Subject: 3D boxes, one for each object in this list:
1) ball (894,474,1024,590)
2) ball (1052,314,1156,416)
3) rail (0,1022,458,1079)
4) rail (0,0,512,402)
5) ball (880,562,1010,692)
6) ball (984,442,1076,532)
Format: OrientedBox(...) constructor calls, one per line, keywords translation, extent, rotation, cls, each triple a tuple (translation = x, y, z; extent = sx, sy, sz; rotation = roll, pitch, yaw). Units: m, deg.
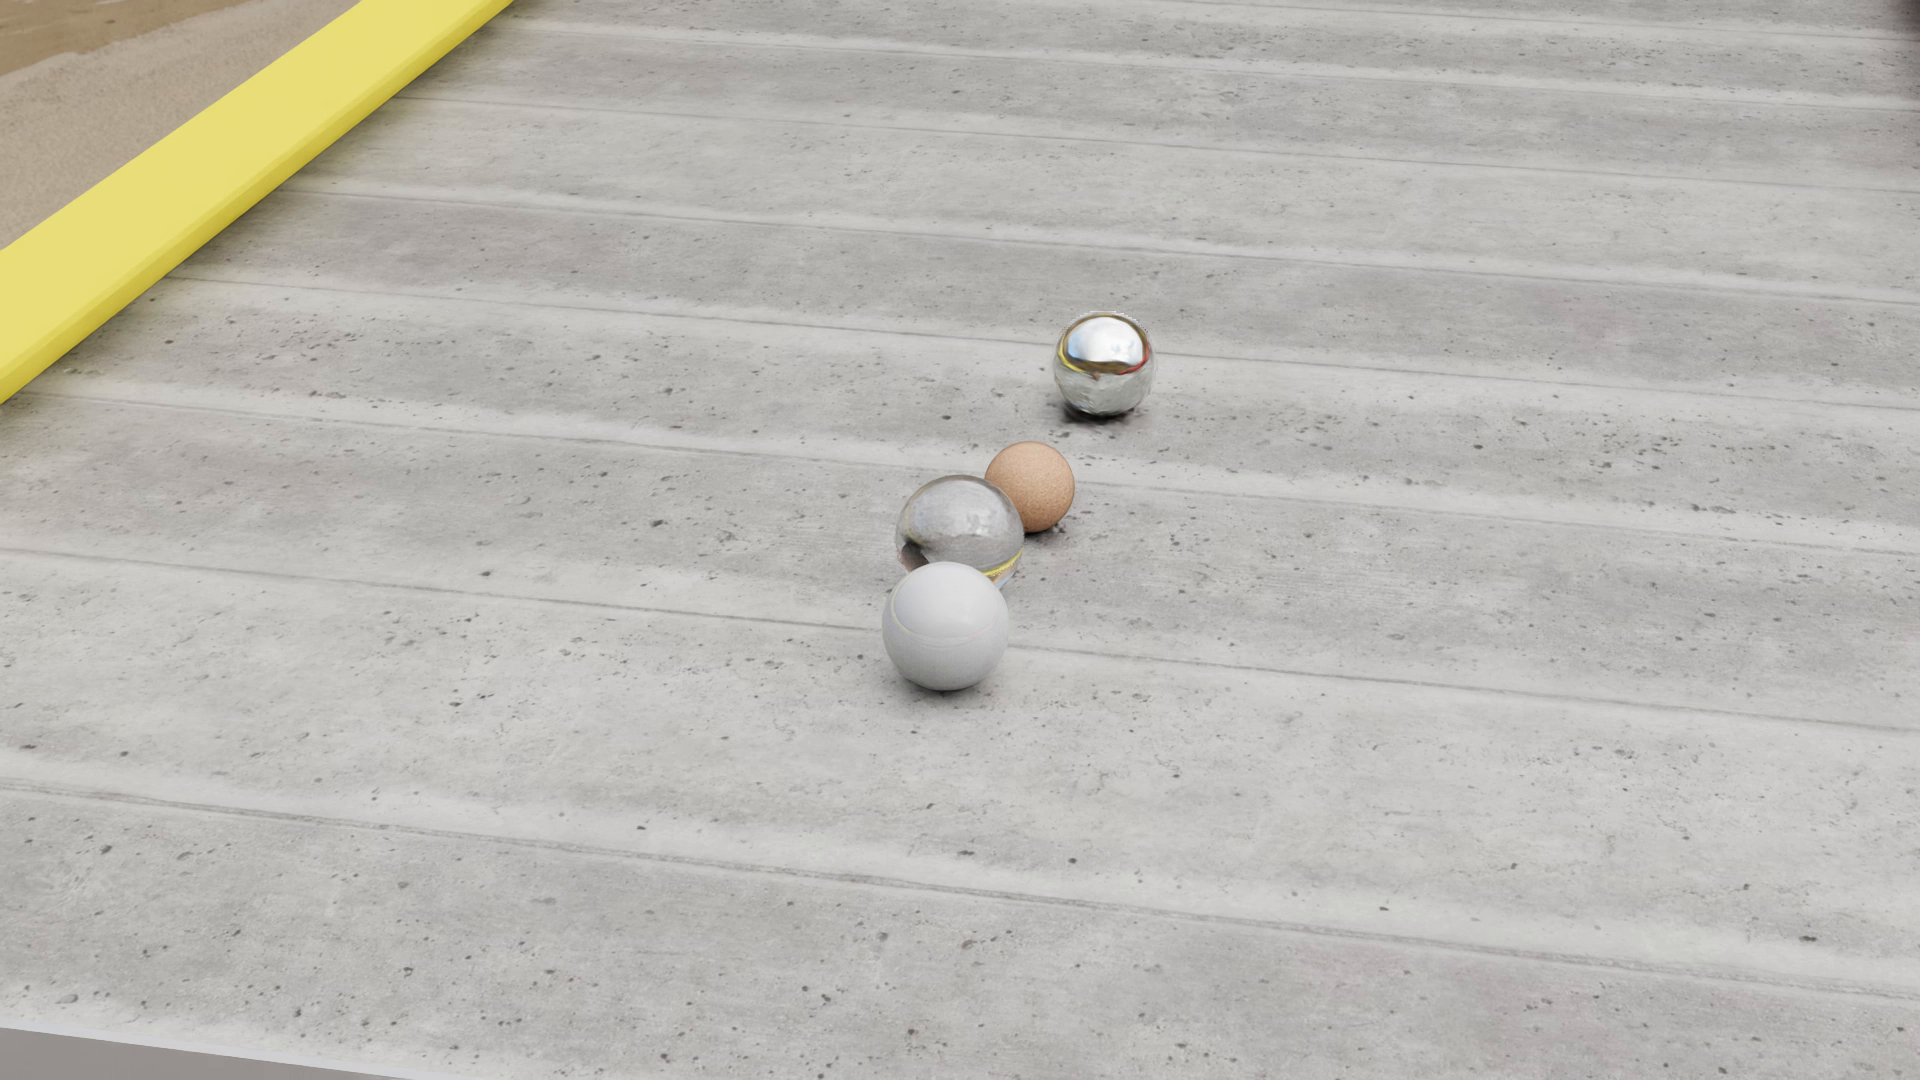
OrientedBox(translation=(0.000, -0.001, 1.861), extent=(0.082, 0.082, 0.082), rotation=(0, 26, 0), cls="ball")
OrientedBox(translation=(0.104, -0.127, 2.132), extent=(0.075, 0.075, 0.075), rotation=(0, 26, 0), cls="ball")
OrientedBox(translation=(-0.135, 0.271, 1.266), extent=(1.509, 0.107, 0.045), rotation=(5, 26, 10), cls="rail")
OrientedBox(translation=(-0.576, -0.376, 2.612), extent=(0.045, 0.107, 2.797), rotation=(5, 26, 10), cls="rail")
OrientedBox(translation=(-0.009, 0.052, 1.758), extent=(0.077, 0.077, 0.077), rotation=(0, 26, 0), cls="ball")
OrientedBox(translation=(0.046, -0.035, 1.957), extent=(0.061, 0.061, 0.061), rotation=(0, 26, 0), cls="ball")
